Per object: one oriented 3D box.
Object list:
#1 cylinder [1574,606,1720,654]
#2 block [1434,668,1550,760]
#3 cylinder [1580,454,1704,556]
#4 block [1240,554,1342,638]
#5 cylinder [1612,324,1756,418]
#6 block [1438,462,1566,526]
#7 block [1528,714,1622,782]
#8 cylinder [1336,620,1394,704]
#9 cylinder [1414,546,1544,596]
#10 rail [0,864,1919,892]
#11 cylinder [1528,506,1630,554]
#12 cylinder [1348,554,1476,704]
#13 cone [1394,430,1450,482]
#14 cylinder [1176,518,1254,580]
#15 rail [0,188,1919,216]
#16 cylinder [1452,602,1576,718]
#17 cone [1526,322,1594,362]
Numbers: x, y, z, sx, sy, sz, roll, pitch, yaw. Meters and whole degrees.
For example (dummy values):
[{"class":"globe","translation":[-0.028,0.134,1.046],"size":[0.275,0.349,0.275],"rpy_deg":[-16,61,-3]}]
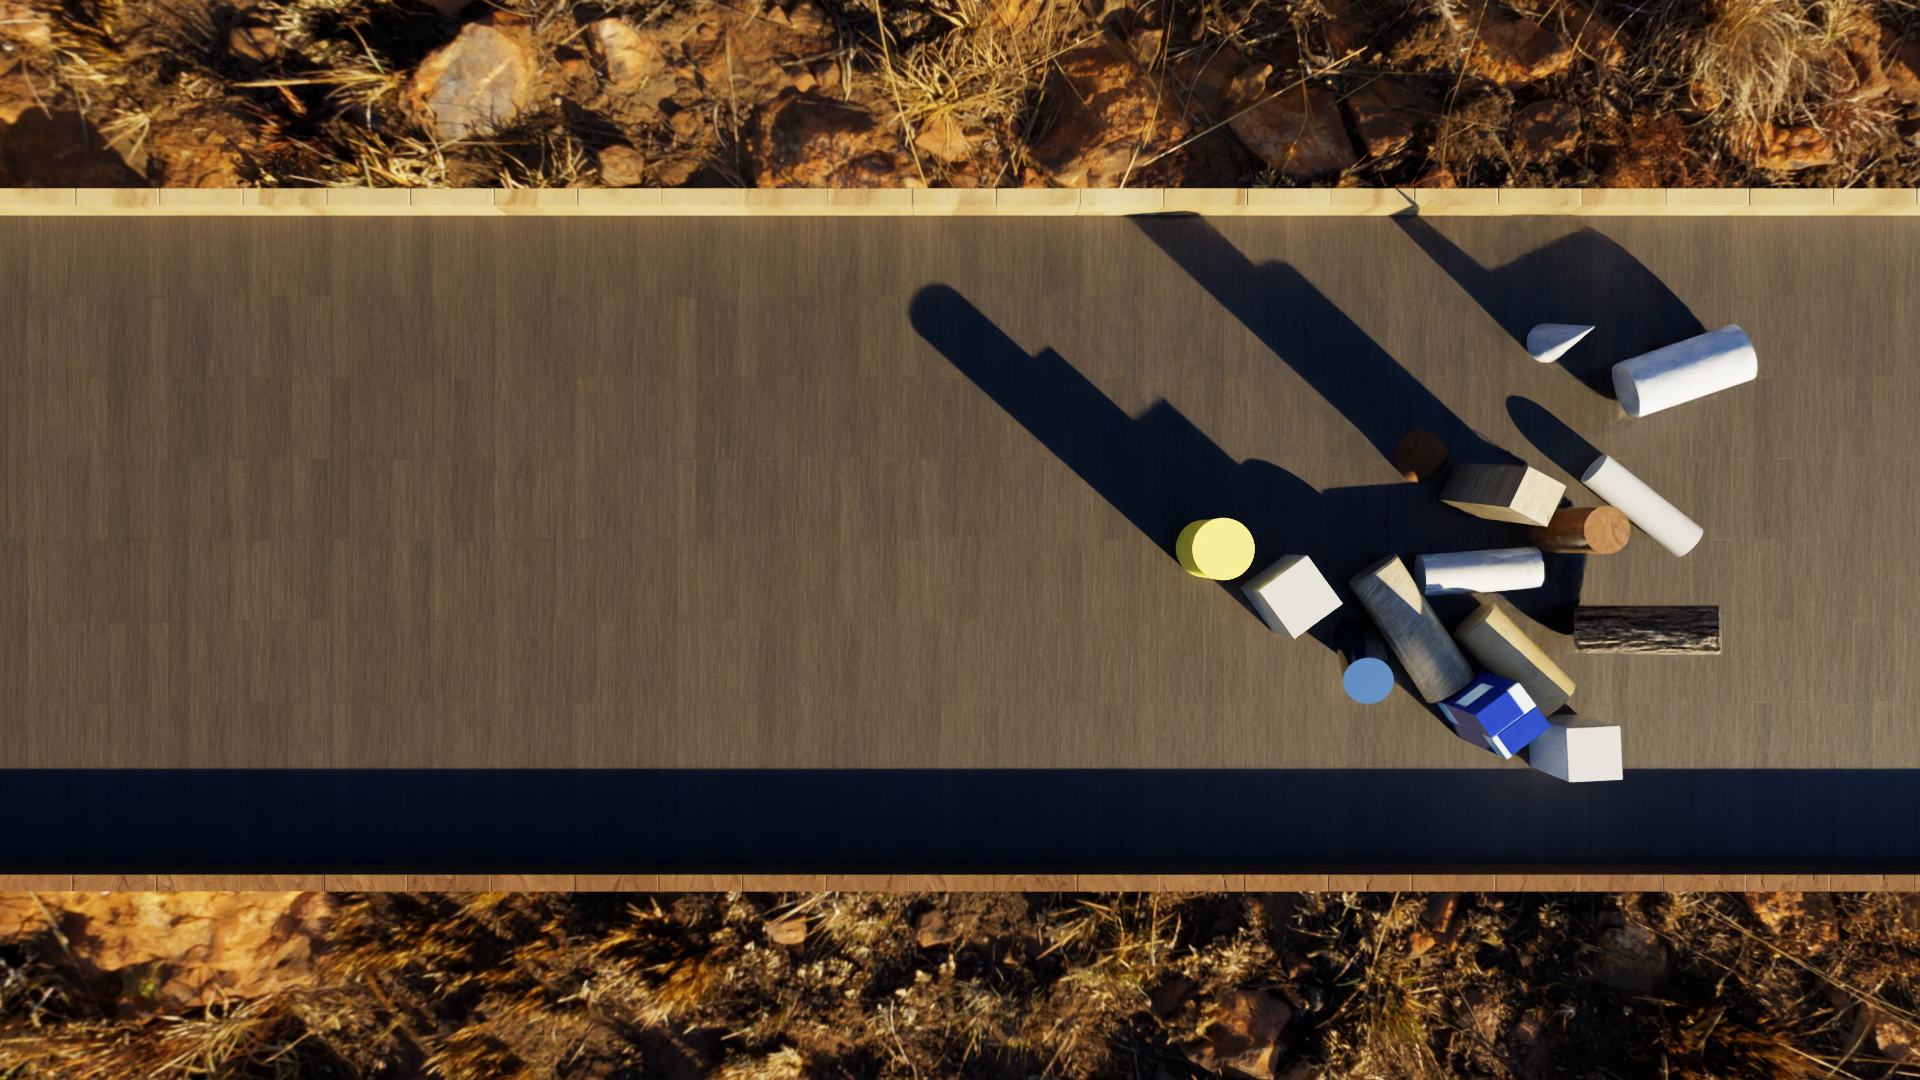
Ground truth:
[{"class":"cylinder","translation":[2.050,0.269,4.938],"size":[0.398,0.144,0.144],"rpy_deg":[-1,90,21]},{"class":"block","translation":[1.558,0.507,4.864],"size":[0.155,0.421,0.155],"rpy_deg":[-37,91,0]},{"class":"cylinder","translation":[2.075,-0.105,5.021],"size":[0.368,0.111,0.111],"rpy_deg":[38,90,0]},{"class":"block","translation":[0.983,0.165,4.914],"size":[0.172,0.324,0.172],"rpy_deg":[-36,90,0]},{"class":"cylinder","translation":[2.184,-0.509,4.981],"size":[0.359,0.178,0.178],"rpy_deg":[-19,90,2]},{"class":"block","translation":[1.583,-0.138,4.841],"size":[0.126,0.456,0.126],"rpy_deg":[26,90,-10]},{"class":"block","translation":[1.828,0.617,4.913],"size":[0.154,0.327,0.154],"rpy_deg":[-3,90,0]},{"class":"cylinder","translation":[1.201,0.359,4.905],"size":[0.143,0.313,0.143],"rpy_deg":[3,108,8]},{"class":"cylinder","translation":[1.575,0.095,5.013],"size":[0.354,0.128,0.128],"rpy_deg":[-4,90,0]},{"class":"rail","translation":[-2.247,1.025,5.001],"size":[12.000,0.150,0.050],"rpy_deg":[0,90,0]},{"class":"cylinder","translation":[1.827,-0.029,4.882],"size":[0.137,0.380,0.137],"rpy_deg":[0,90,-4]},{"class":"cylinder","translation":[1.367,0.267,4.993],"size":[0.167,0.167,0.434],"rpy_deg":[-33,90,0]},{"class":"cone","translation":[1.417,-0.258,4.925],"size":[0.164,0.304,0.164],"rpy_deg":[0,90,0]},{"class":"cylinder","translation":[0.753,0.026,4.894],"size":[0.178,0.366,0.178],"rpy_deg":[0,90,0]},{"class":"rail","translation":[-2.247,-1.025,5.002],"size":[12.000,0.150,0.050],"rpy_deg":[0,90,0]},{"class":"cylinder","translation":[1.677,0.365,4.997],"size":[0.349,0.159,0.159],"rpy_deg":[45,90,0]},{"class":"cone","translation":[1.804,-0.607,4.878],"size":[0.122,0.396,0.122],"rpy_deg":[0,90,0]}]
